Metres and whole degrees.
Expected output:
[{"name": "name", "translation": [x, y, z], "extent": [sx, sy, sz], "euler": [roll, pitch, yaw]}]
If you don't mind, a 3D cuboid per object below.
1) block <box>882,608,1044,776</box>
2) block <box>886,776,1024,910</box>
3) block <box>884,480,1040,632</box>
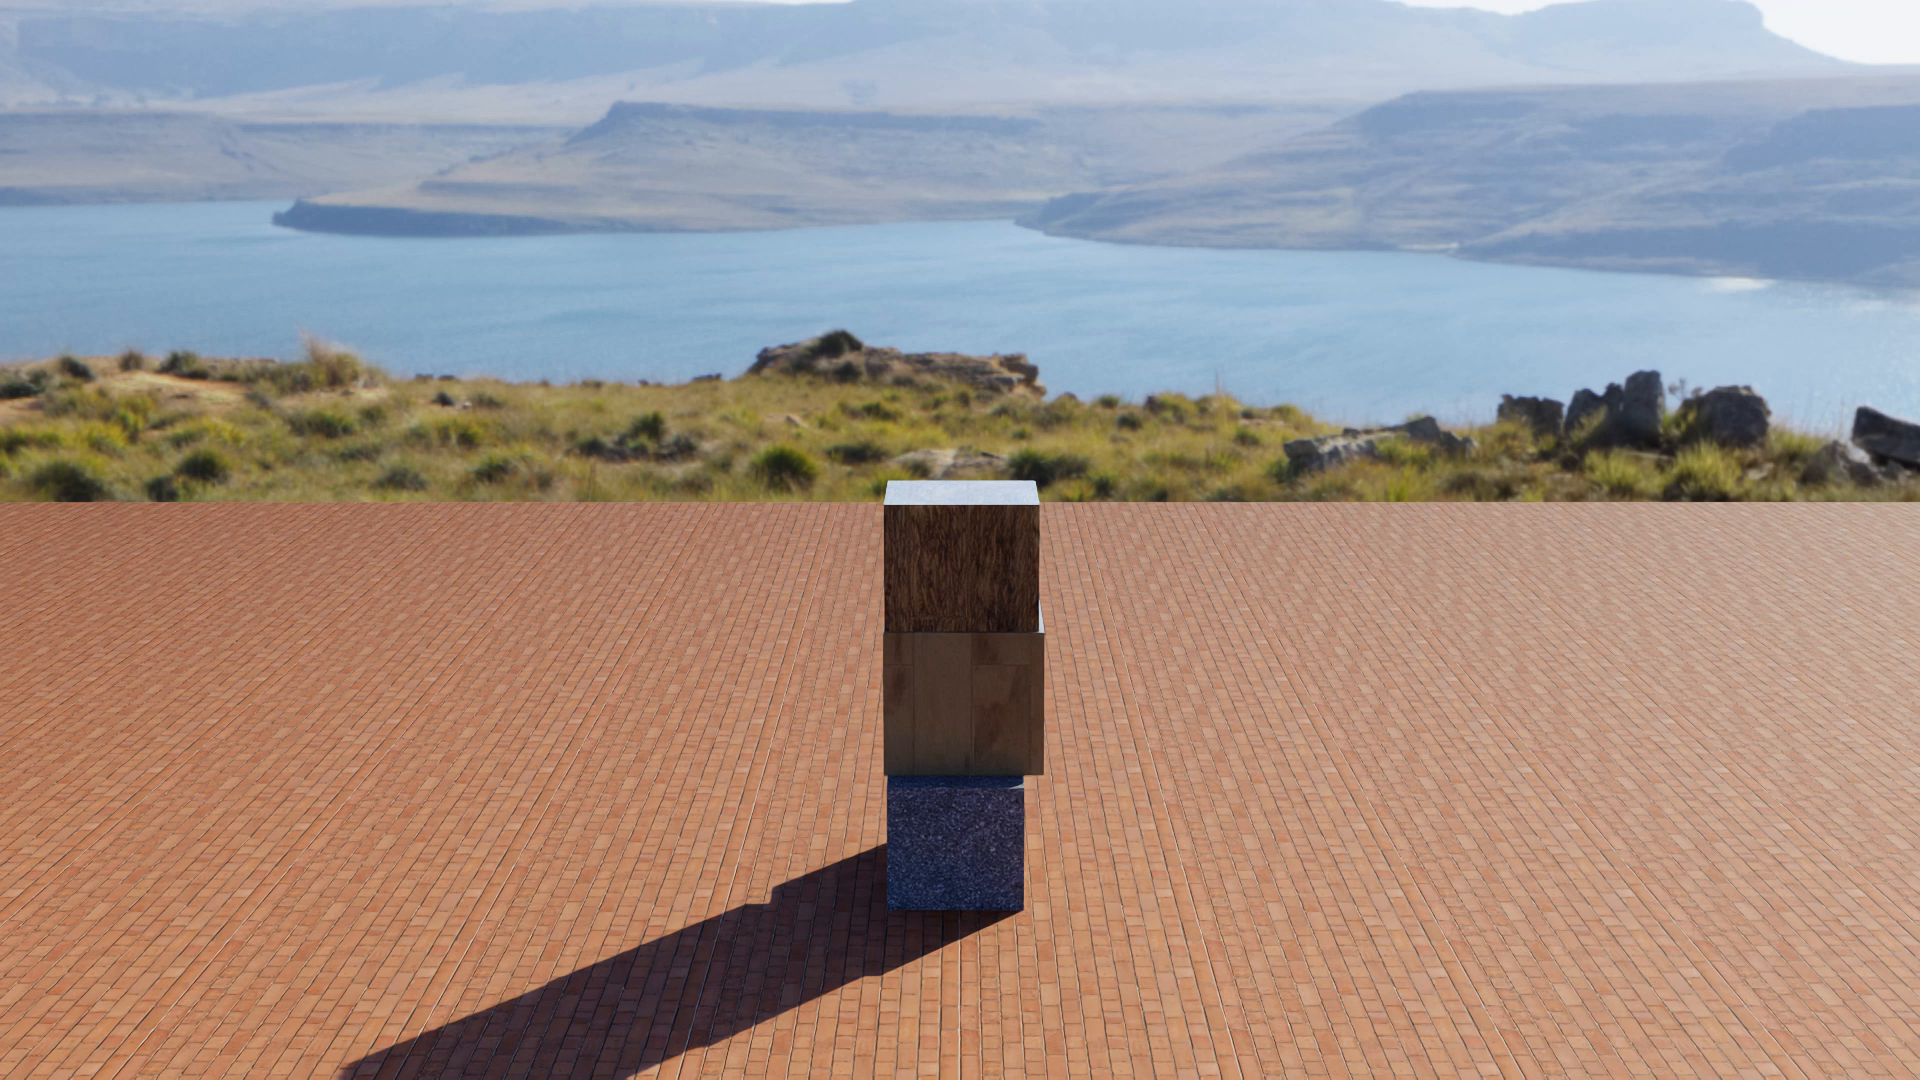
[{"name": "block", "translation": [0.016, 0.640, 11.297], "extent": [0.688, 0.627, 0.694], "euler": [0, 10, 0]}, {"name": "block", "translation": [-0.019, 1.261, 11.133], "extent": [0.582, 0.536, 0.554], "euler": [0, 10, 0]}, {"name": "block", "translation": [0.007, 0.063, 11.192], "extent": [0.658, 0.548, 0.642], "euler": [0, 10, 0]}]
